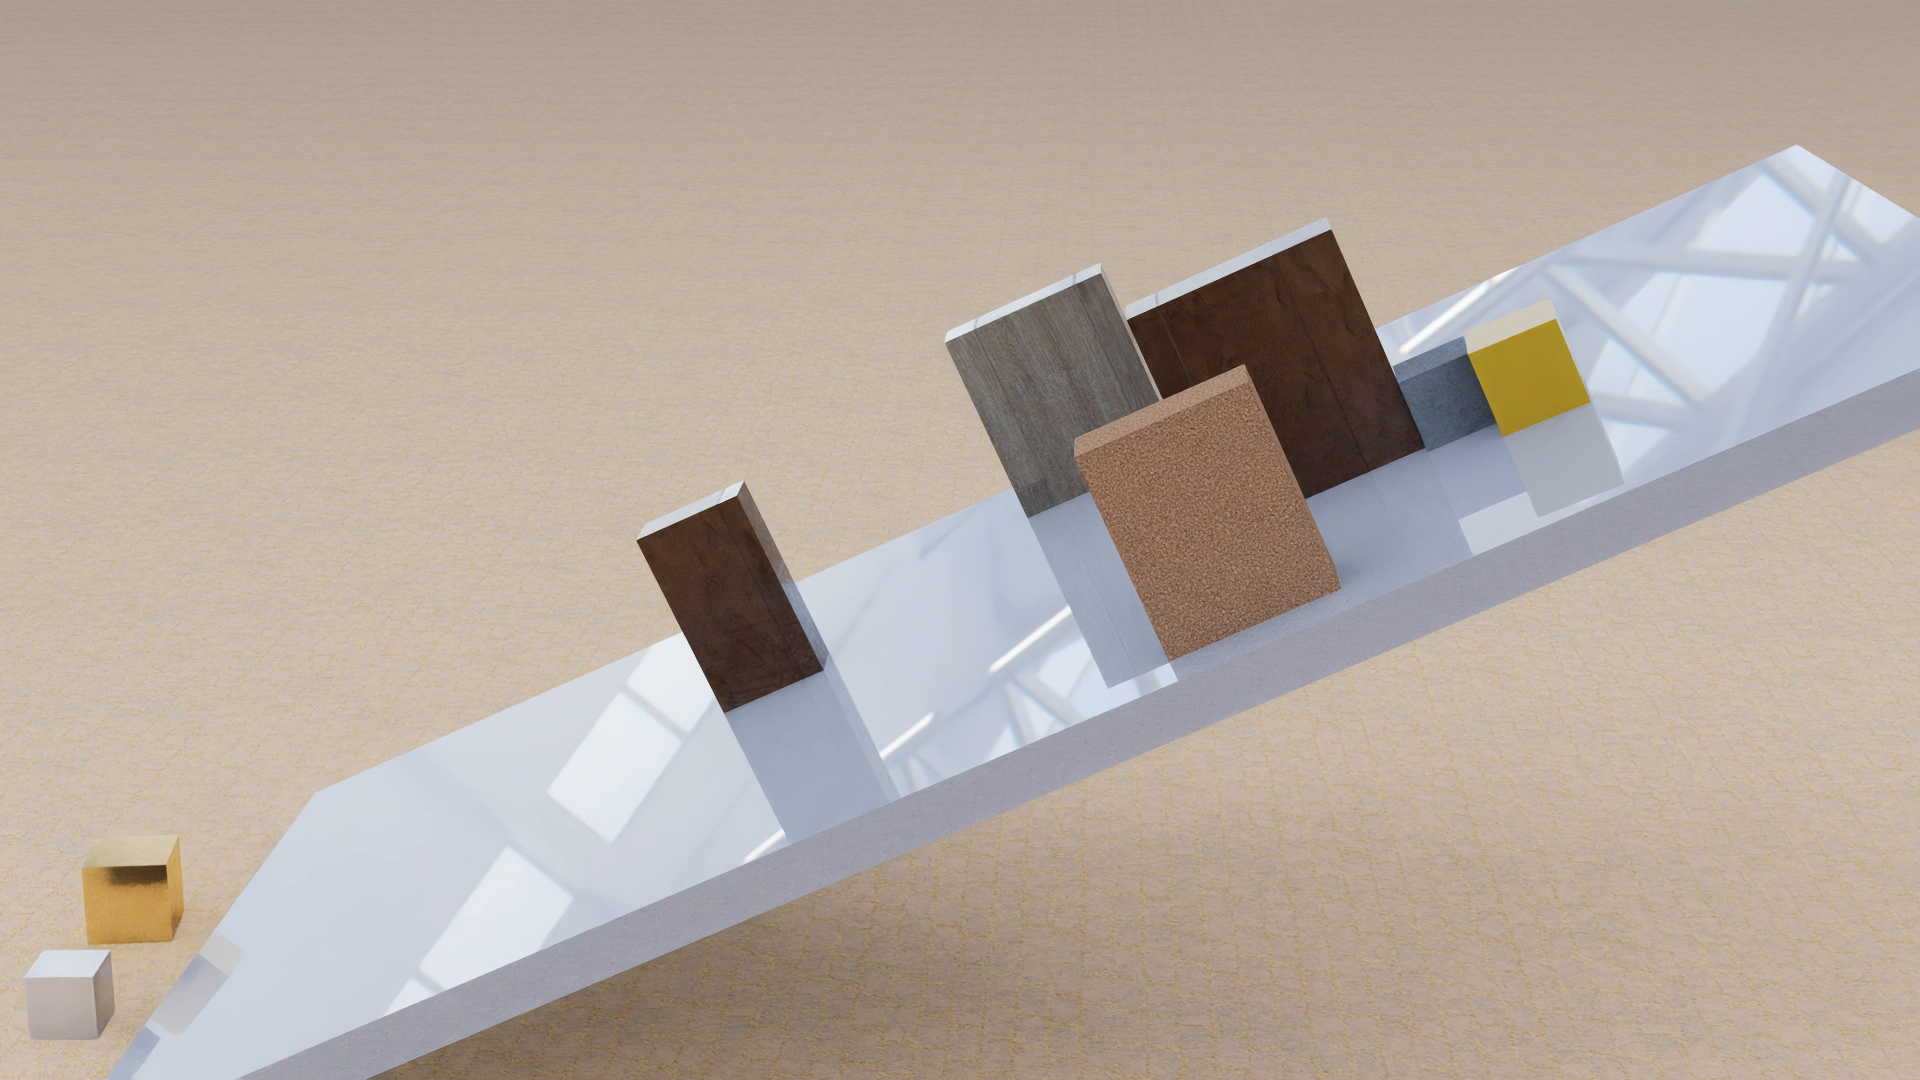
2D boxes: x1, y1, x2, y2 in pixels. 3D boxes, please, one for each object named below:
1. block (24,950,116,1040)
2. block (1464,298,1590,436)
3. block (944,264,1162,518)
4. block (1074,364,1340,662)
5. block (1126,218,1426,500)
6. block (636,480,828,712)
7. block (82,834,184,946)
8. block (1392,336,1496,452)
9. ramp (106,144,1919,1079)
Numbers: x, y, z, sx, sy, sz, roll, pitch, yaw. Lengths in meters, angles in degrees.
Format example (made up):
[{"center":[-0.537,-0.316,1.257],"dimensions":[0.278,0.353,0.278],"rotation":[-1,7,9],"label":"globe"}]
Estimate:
[{"center":[-1.931,0.987,6.385],"dimensions":[0.146,0.146,0.146],"rotation":[0,16,-1],"label":"block"},{"center":[1.120,-0.342,5.812],"dimensions":[0.181,0.181,0.181],"rotation":[-22,13,14],"label":"block"},{"center":[0.243,-0.348,6.858],"dimensions":[0.394,0.460,0.129],"rotation":[-24,13,9],"label":"block"},{"center":[0.451,-0.050,5.381],"dimensions":[0.340,0.422,0.149],"rotation":[-24,13,9],"label":"block"},{"center":[0.641,-0.334,5.991],"dimensions":[0.444,0.489,0.146],"rotation":[-24,13,9],"label":"block"},{"center":[-0.496,0.125,6.453],"dimensions":[0.244,0.432,0.133],"rotation":[-24,13,9],"label":"block"},{"center":[-1.939,0.819,6.901],"dimensions":[0.192,0.192,0.192],"rotation":[-2,16,-6],"label":"block"},{"center":[0.982,-0.296,5.948],"dimensions":[0.155,0.155,0.155],"rotation":[-23,13,10],"label":"block"},{"center":[0.134,0.169,6.283],"dimensions":[4.000,0.100,2.000],"rotation":[-24,13,9],"label":"ramp"}]
